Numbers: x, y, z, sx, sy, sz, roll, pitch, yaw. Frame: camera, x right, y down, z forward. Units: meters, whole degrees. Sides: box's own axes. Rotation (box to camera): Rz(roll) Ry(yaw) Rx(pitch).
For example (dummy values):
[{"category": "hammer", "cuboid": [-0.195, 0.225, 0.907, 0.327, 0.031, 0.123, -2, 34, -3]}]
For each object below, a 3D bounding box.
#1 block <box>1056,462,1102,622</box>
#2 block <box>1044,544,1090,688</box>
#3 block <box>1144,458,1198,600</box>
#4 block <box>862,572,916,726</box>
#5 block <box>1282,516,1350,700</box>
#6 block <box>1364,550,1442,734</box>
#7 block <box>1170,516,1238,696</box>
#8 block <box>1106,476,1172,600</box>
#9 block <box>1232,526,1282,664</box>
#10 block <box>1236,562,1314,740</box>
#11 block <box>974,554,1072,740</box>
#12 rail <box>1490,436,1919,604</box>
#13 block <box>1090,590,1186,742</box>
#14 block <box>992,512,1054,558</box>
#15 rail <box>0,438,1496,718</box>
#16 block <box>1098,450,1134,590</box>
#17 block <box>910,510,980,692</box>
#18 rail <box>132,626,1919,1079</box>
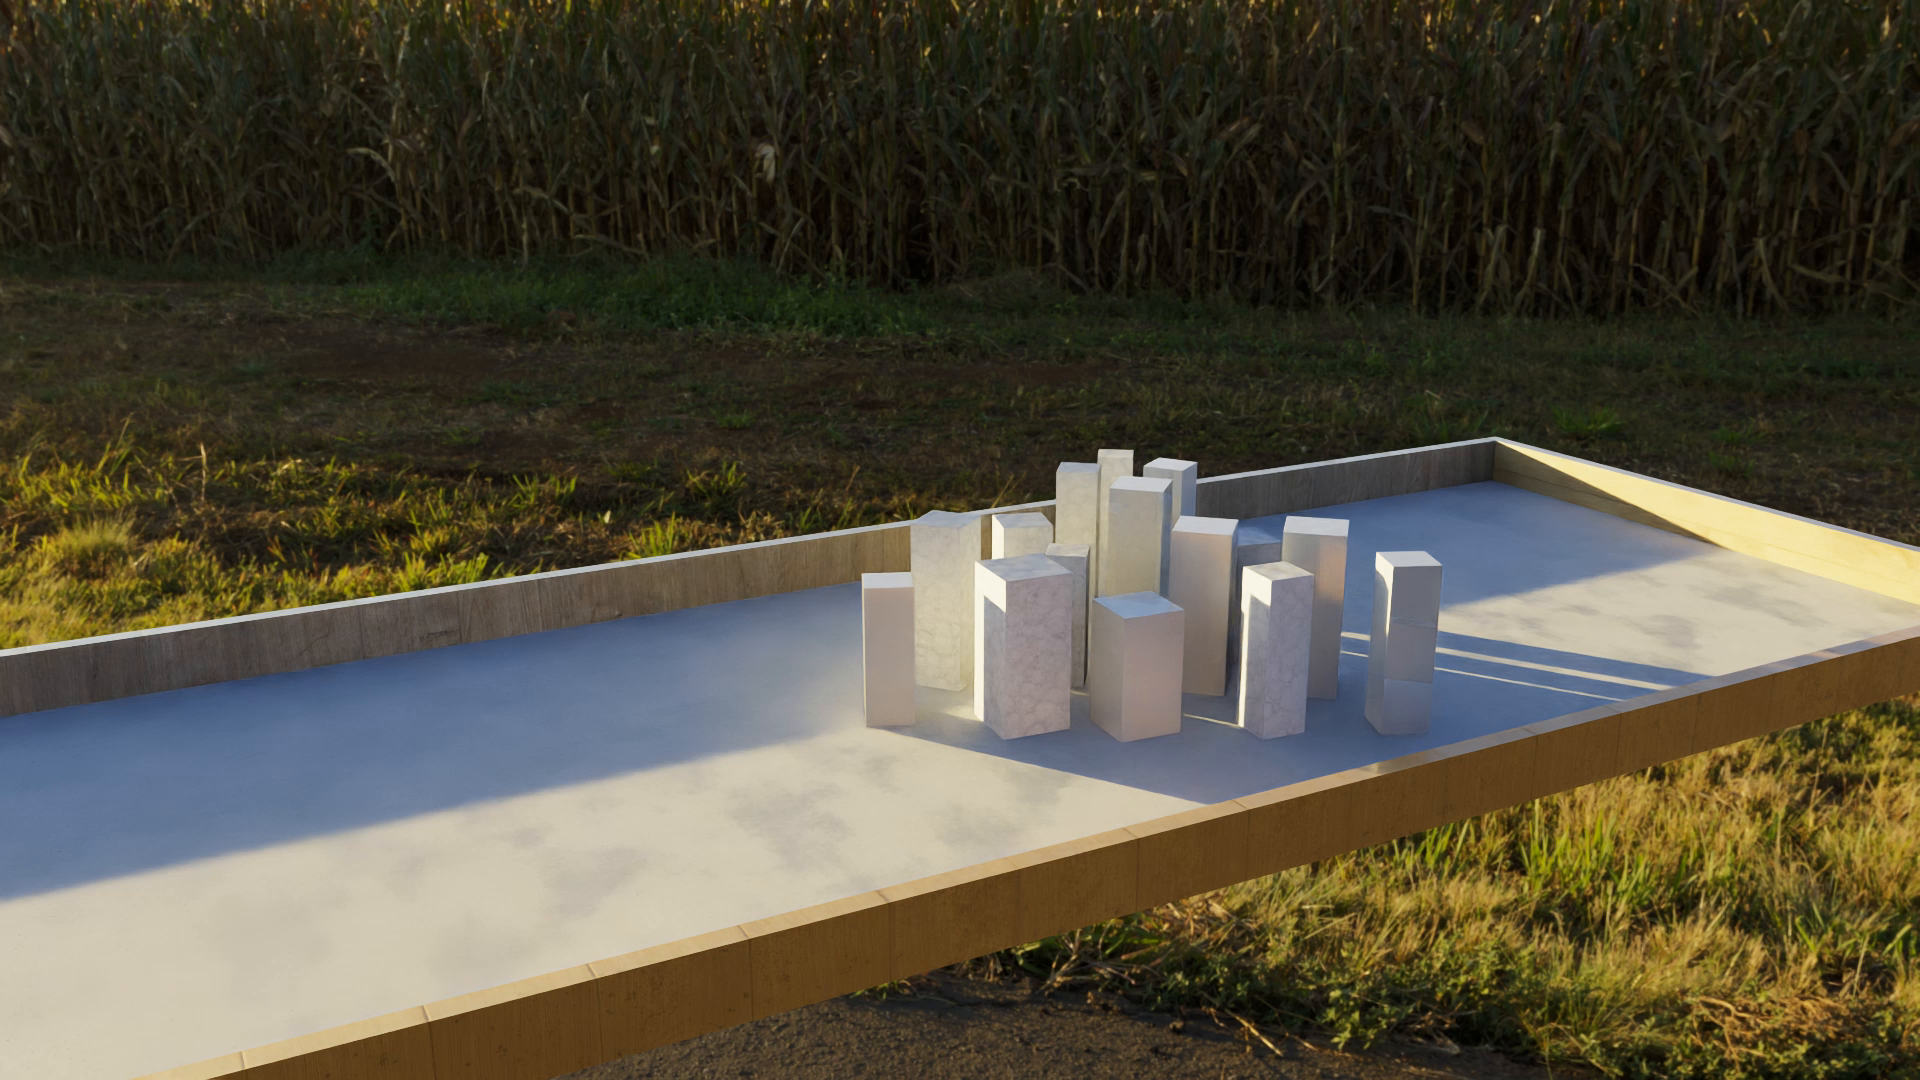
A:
[{"category": "block", "cuboid": [0.327, 0.006, 4.578, 0.111, 0.426, 0.111, 3, 17, 10]}, {"category": "block", "cuboid": [0.266, 0.187, 4.113, 0.102, 0.340, 0.102, 3, 17, 9]}, {"category": "block", "cuboid": [0.579, -0.001, 4.594, 0.113, 0.432, 0.113, 9, 19, 28]}, {"category": "block", "cuboid": [-0.168, 0.256, 3.879, 0.115, 0.340, 0.115, -2, 16, -6]}, {"category": "block", "cuboid": [0.865, 0.165, 4.056, 0.150, 0.415, 0.150, 4, 17, 14]}, {"category": "block", "cuboid": [1.026, 0.238, 3.823, 0.114, 0.407, 0.114, -1, 16, -5]}, {"category": "block", "cuboid": [0.599, 0.161, 4.076, 0.143, 0.411, 0.143, 4, 17, 15]}, {"category": "block", "cuboid": [0.468, 0.070, 4.320, 0.139, 0.449, 0.139, 5, 17, 17]}, {"category": "block", "cuboid": [0.728, 0.143, 4.303, 0.152, 0.318, 0.152, -5, 17, -16]}, {"category": "block", "cuboid": [0.725, 0.254, 3.808, 0.114, 0.384, 0.114, -7, 18, -22]}, {"category": "block", "cuboid": [0.146, 0.245, 3.843, 0.168, 0.382, 0.168, -7, 18, -22]}, {"category": "rail", "cuboid": [2.466, -0.048, 5.253, 0.050, 0.150, 2.100, -9, 18, -27]}, {"category": "block", "cuboid": [0.409, 0.291, 3.831, 0.156, 0.300, 0.156, -7, 18, -23]}, {"category": "block", "cuboid": [0.164, 0.112, 4.367, 0.132, 0.342, 0.132, -3, 17, -11]}, {"category": "rail", "cuboid": [-3.305, 0.497, 3.399, 12.000, 0.150, 0.050, -9, 18, -27]}, {"category": "block", "cuboid": [0.453, -0.060, 4.849, 0.101, 0.400, 0.101, 2, 16, 6]}, {"category": "block", "cuboid": [-0.034, 0.150, 4.104, 0.131, 0.418, 0.131, 7, 18, 23]}, {"category": "rail", "cuboid": [-2.336, 1.006, 1.665, 12.000, 0.150, 0.050, -9, 18, -27]}]
